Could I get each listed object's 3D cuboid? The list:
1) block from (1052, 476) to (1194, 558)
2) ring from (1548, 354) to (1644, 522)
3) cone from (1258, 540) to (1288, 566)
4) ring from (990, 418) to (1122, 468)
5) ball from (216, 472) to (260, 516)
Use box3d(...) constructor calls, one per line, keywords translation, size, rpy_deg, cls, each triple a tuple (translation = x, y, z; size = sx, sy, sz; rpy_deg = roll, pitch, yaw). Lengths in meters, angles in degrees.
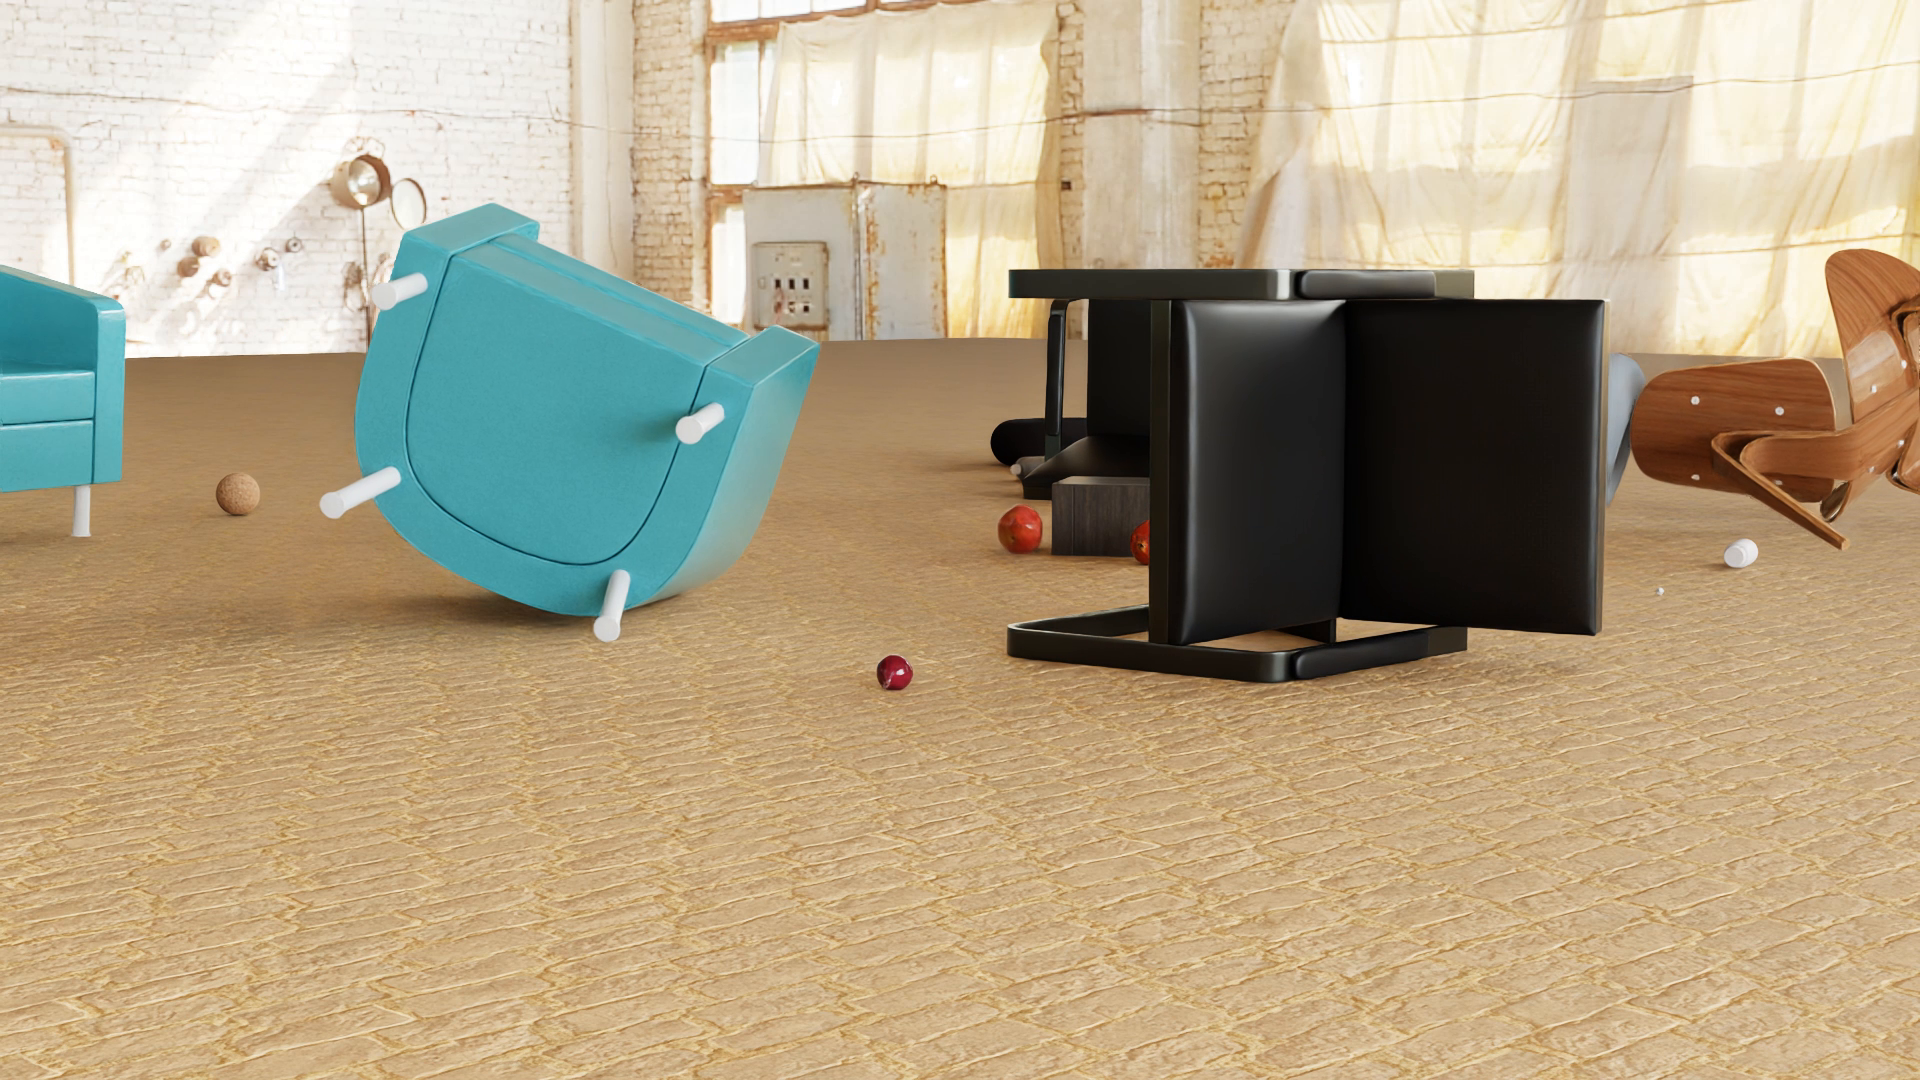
box3d(translation=(0.391, -0.057, 6.135), size=(0.301, 0.169, 0.238), rpy_deg=(1, 6, 14), cls="block")
box3d(translation=(1.704, -0.272, 6.876), size=(0.165, 0.484, 0.405), rpy_deg=(19, 34, 19), cls="ring")
box3d(translation=(0.700, 0.042, 5.856), size=(0.080, 0.067, 0.063), rpy_deg=(3, -26, -36), cls="cone")
box3d(translation=(0.337, -0.343, 8.976), size=(0.463, 0.159, 0.459), rpy_deg=(-2, 5, -7), cls="ring")
box3d(translation=(-1.989, -0.127, 7.067), size=(0.118, 0.118, 0.118), rpy_deg=(0, 6, 0), cls="ball")
